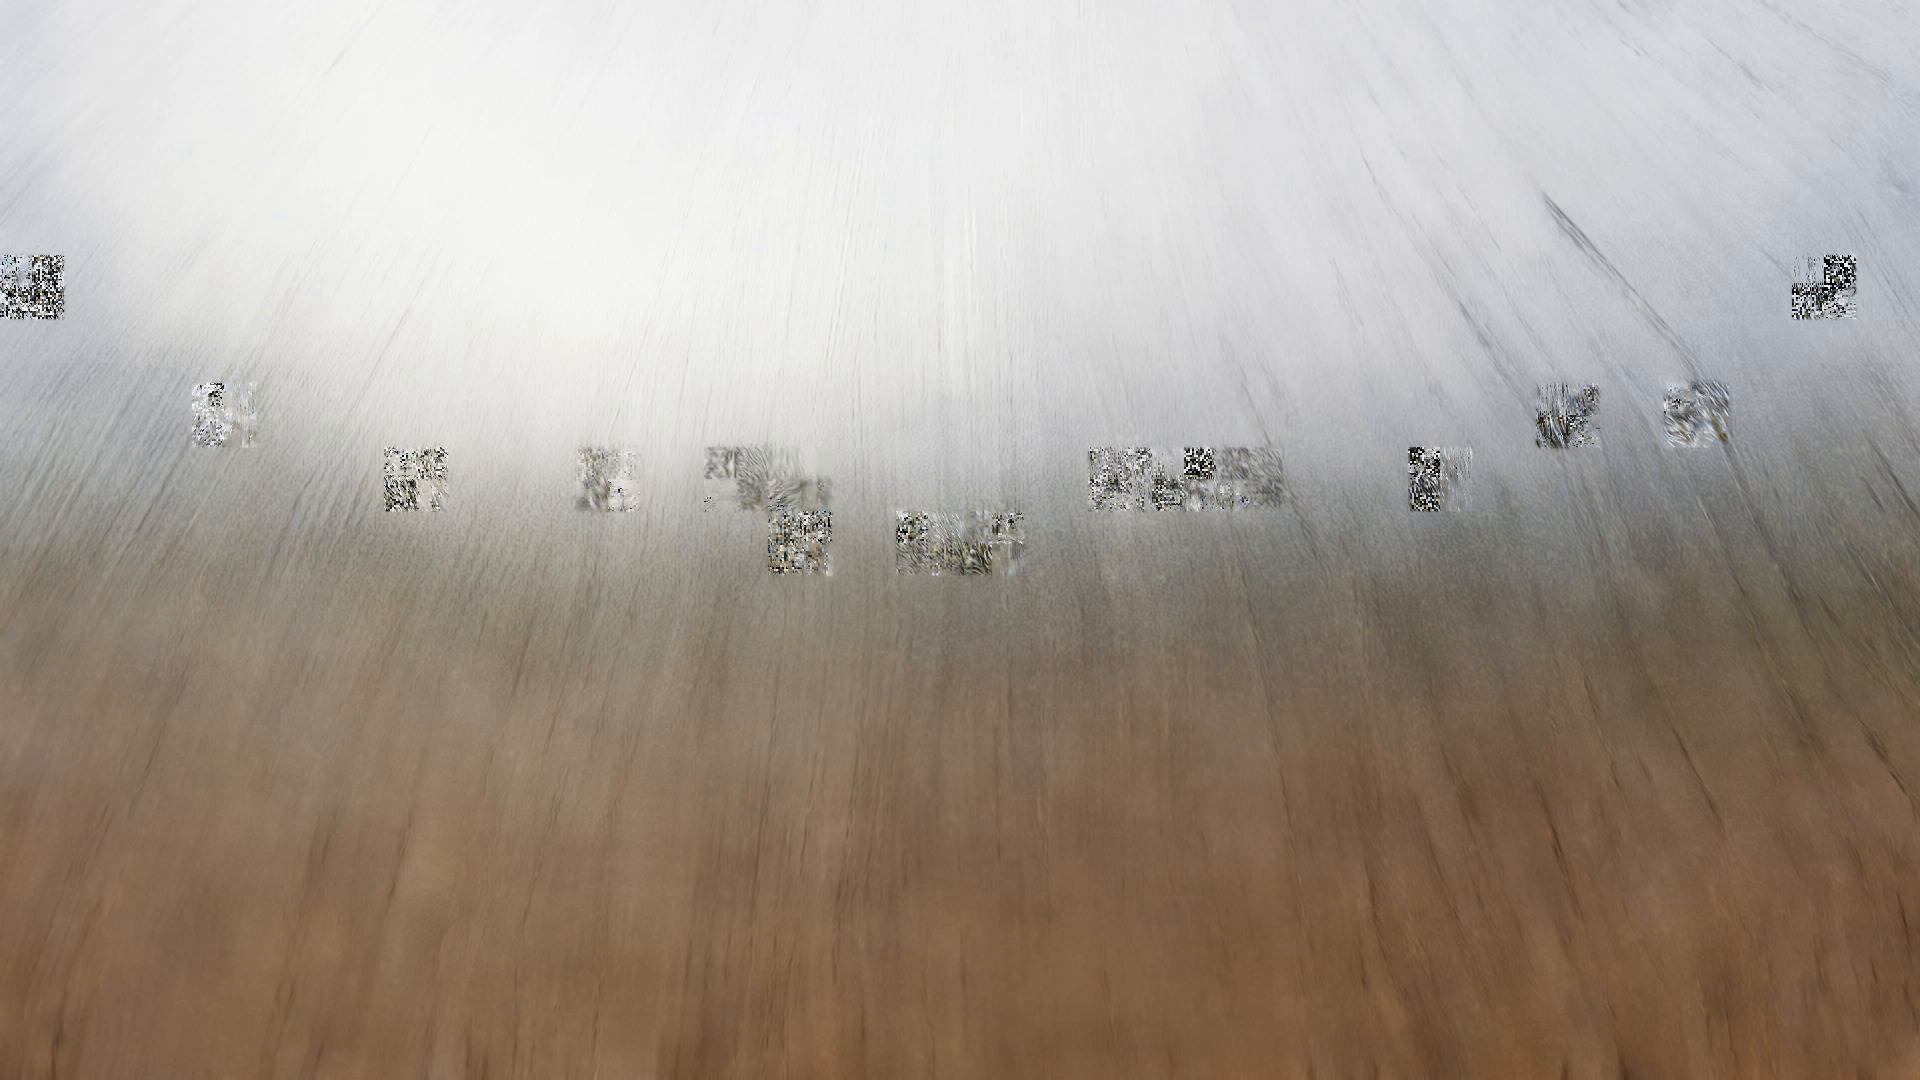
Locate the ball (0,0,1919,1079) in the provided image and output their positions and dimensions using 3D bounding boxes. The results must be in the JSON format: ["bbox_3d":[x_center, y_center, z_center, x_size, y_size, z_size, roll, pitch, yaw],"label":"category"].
[{"bbox_3d":[0.000,-0.002,0.056,0.080,0.080,0.080,0,4,0],"label":"ball"}]
